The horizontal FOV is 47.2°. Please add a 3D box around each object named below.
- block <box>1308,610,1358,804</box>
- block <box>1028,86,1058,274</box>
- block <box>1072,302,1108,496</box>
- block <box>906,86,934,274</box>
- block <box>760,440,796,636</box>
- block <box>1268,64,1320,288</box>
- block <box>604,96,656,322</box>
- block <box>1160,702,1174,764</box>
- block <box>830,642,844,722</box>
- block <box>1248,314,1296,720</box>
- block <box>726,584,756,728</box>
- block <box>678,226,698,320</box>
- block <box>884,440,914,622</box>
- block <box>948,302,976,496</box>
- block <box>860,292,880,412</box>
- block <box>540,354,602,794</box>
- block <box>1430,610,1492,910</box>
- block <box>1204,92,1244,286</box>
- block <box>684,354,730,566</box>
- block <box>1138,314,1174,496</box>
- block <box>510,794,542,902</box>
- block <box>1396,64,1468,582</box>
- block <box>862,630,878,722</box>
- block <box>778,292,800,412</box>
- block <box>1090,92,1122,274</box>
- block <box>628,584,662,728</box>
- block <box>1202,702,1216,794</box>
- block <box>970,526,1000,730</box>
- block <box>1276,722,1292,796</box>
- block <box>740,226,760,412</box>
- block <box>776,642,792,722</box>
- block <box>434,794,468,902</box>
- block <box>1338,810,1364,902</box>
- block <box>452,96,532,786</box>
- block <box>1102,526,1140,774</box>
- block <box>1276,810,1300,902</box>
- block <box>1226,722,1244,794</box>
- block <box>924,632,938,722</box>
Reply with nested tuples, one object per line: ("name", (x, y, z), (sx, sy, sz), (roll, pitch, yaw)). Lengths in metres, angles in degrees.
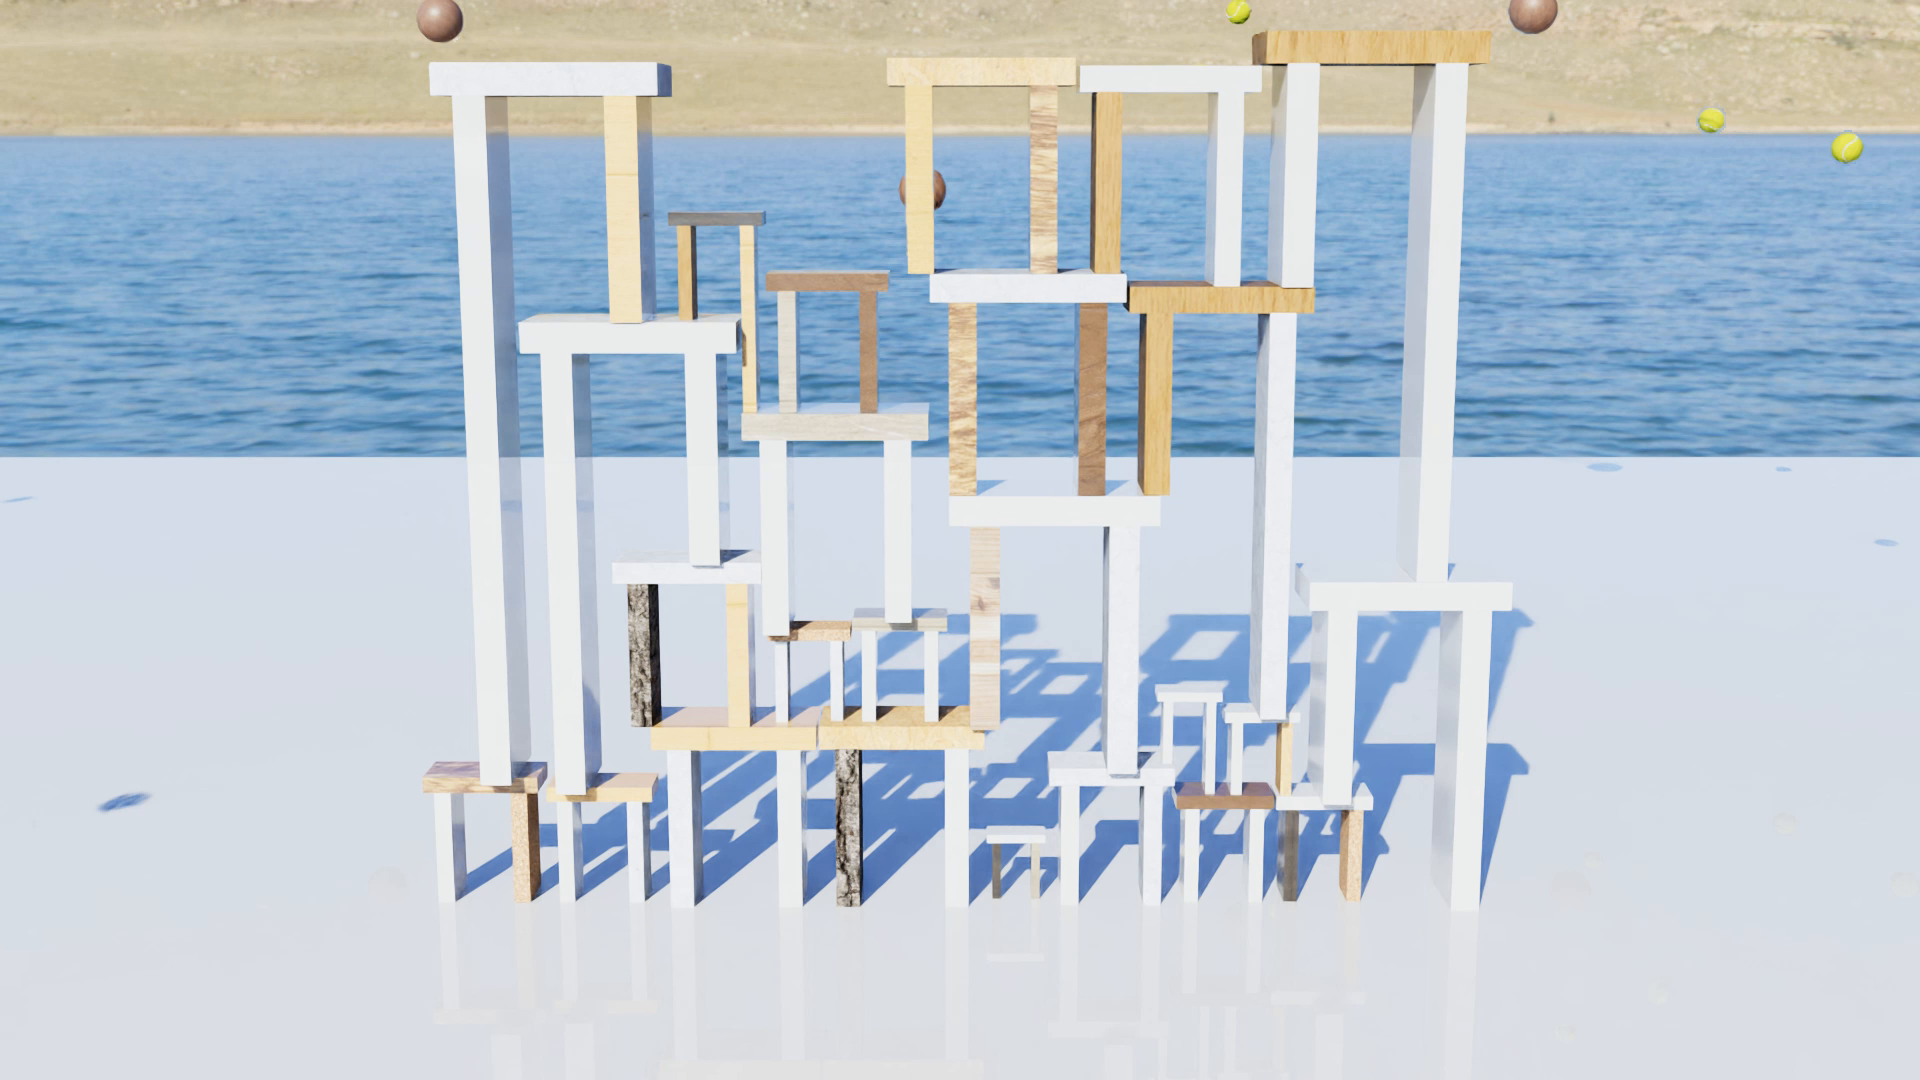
("block", (0.609, 0.256, 3.606), (0.046, 0.321, 0.161), (0, 11, 0))
("block", (0.129, -0.567, 3.455), (0.041, 0.287, 0.144), (0, 11, 0))
("block", (0.207, -0.233, 3.512), (0.043, 0.304, 0.152), (0, 11, 0))
("block", (-0.062, -0.566, 3.455), (0.041, 0.287, 0.144), (0, 11, 0))
("block", (-0.294, -0.015, 3.560), (0.042, 0.314, 0.147), (0, 11, 0))
("block", (0.523, -0.574, 3.457), (0.048, 0.339, 0.170), (0, 11, 0))
("block", (-0.518, -0.523, 3.463), (0.049, 0.346, 0.173), (0, 11, 0))
("block", (0.340, 0.310, 3.617), (0.015, 0.105, 0.053), (0, 11, 1))
("block", (-0.200, 0.223, 3.604), (0.019, 0.134, 0.067), (0, 11, 0))
("block", (0.503, -0.045, 3.548), (0.041, 0.652, 0.144), (0, 11, 0))
("block", (-0.357, 0.175, 3.588), (0.034, 0.237, 0.118), (0, 11, 0))
("block", (-0.431, -0.424, 3.479), (0.021, 0.147, 0.073), (0, 11, 0))
("block", (-0.098, -0.026, 3.558), (0.042, 0.293, 0.147), (0, 11, 0))
("block", (0.005, -0.233, 3.512), (0.043, 0.304, 0.152), (0, 11, 0))
("block", (-0.144, -0.304, 3.501), (0.027, 0.191, 0.095), (0, 11, 0))
("block", (-0.629, 0.045, 3.572), (0.048, 0.715, 0.168), (0, 11, 0))
("block", (0.824, 0.344, 3.622), (0.046, 0.501, 0.161), (0, 11, 0))
("block", (0.415, -0.552, 3.458), (0.039, 0.297, 0.139), (0, 11, 0))
("block", (-0.405, -0.141, 3.538), (0.048, 0.337, 0.168), (0, 10, 0))
("block", (0.311, -0.224, 3.514), (0.041, 0.287, 0.144), (0, 11, 0))
("block", (-0.721, 0.497, 3.656), (0.027, 0.187, 0.094), (0, 11, 0))
("block", (0.749, -0.344, 3.500), (0.048, 0.806, 0.170), (0, 11, 0))
("block", (-0.148, 0.215, 3.602), (0.022, 0.152, 0.076), (0, 11, 0))
("block", (-0.271, -0.304, 3.501), (0.027, 0.191, 0.095), (0, 11, 0))
("block", (0.229, -0.562, 3.456), (0.039, 0.277, 0.139), (0, 11, 0))
("block", (-0.514, 0.175, 3.588), (0.034, 0.237, 0.118), (0, 11, 0))
("block", (0.410, 0.335, 3.619), (0.015, 0.156, 0.053), (0, 11, 0))
("block", (0.040, 0.126, 3.583), (0.047, 0.333, 0.166), (0, 11, 0))
("block", (0.534, 0.353, 3.622), (0.017, 0.124, 0.061), (0, 11, 0))
("block", (-0.333, -0.353, 3.492), (0.021, 0.292, 0.073), (0, 11, 0))
("block", (-0.290, 0.224, 3.604), (0.019, 0.135, 0.067), (0, 11, 0))
("block", (-0.846, 0.497, 3.656), (0.027, 0.187, 0.094), (0, 11, 0))
("block", (0.650, 0.512, 3.655), (0.022, 0.158, 0.079), (0, 11, 0))
("block", (-0.748, -0.156, 3.531), (0.049, 1.091, 0.173), (0, 11, 0))
("block", (0.261, 0.162, 3.589), (0.047, 0.406, 0.167), (0, 11, 0))
("block", (0.545, 0.512, 3.655), (0.022, 0.158, 0.079), (0, 11, 0))
("block", (0.453, 0.352, 3.622), (0.017, 0.121, 0.061), (0, 11, 0))
("block", (-0.046, 0.215, 3.602), (0.022, 0.152, 0.076), (0, 11, 0))
